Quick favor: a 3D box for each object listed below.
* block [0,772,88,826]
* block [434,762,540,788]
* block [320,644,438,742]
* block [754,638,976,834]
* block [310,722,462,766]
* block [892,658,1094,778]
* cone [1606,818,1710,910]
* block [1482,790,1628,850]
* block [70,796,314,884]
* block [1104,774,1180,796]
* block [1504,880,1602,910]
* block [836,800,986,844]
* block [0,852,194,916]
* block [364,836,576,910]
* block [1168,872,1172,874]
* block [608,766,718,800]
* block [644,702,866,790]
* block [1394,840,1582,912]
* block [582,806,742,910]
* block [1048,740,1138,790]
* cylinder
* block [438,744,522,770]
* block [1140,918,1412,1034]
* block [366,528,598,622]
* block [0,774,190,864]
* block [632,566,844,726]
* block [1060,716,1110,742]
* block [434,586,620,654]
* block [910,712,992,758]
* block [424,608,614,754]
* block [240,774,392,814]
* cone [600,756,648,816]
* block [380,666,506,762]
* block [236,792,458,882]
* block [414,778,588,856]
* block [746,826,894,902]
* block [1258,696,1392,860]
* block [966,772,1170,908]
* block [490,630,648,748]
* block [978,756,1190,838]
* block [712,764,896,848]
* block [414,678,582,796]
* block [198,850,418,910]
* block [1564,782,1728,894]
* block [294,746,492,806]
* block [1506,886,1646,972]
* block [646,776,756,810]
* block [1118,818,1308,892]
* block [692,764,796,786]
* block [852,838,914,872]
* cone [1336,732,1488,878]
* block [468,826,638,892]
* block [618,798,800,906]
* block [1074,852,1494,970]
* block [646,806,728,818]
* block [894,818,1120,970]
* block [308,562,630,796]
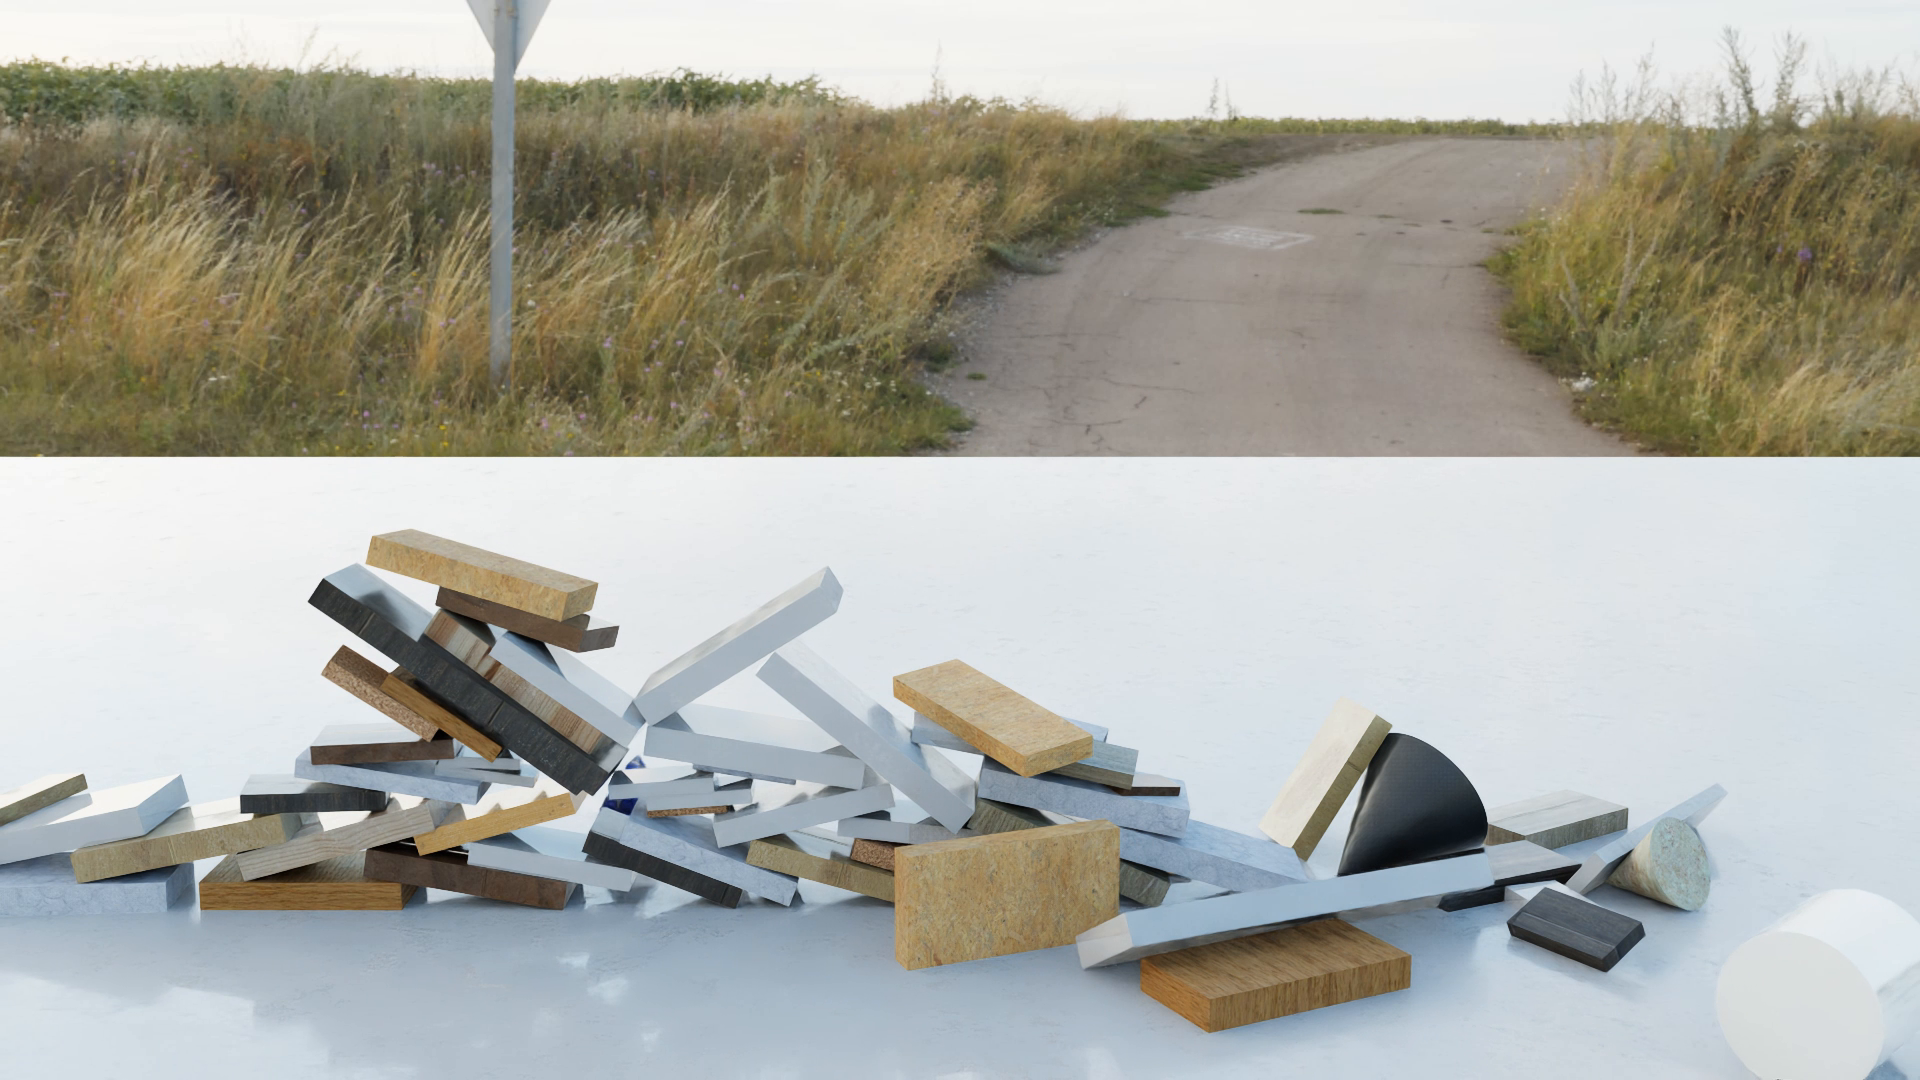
[{"bbox_3d":[-1.603,0.448,3.742,0.102,0.029,0.203,-6,13,34],"label":"block"},{"bbox_3d":[-0.781,0.381,3.637,0.162,0.018,0.065,8,11,-4],"label":"block"},{"bbox_3d":[-0.934,0.248,3.580,0.203,0.029,0.102,34,8,-10],"label":"block"},{"bbox_3d":[-0.151,0.312,3.615,0.415,0.050,0.178,39,8,-6],"label":"block"},{"bbox_3d":[-0.937,0.332,3.612,0.229,0.032,0.114,-2,12,-3],"label":"block"},{"bbox_3d":[0.049,0.291,3.652,0.132,0.037,0.399,-14,23,-30],"label":"block"},{"bbox_3d":[1.136,0.555,3.666,0.155,0.155,0.155,-9,-13,-41],"label":"cone"},{"bbox_3d":[1.062,0.511,3.984,0.282,0.040,0.141,-7,13,-35],"label":"block"},{"bbox_3d":[-1.268,0.485,3.648,0.348,0.049,0.174,-11,10,1],"label":"block"},{"bbox_3d":[0.299,0.404,3.626,0.118,0.017,0.059,4,13,-33],"label":"block"},{"bbox_3d":[0.973,0.598,3.553,0.095,0.027,0.191,-3,11,-18],"label":"block"},{"bbox_3d":[-0.077,0.469,3.657,0.244,0.035,0.122,6,11,0],"label":"block"},{"bbox_3d":[-1.473,0.568,3.651,0.348,0.049,0.174,-1,11,-5],"label":"block"},{"bbox_3d":[-0.806,0.539,3.662,0.329,0.047,0.165,10,10,-1],"label":"block"},{"bbox_3d":[0.359,0.553,3.821,0.059,0.017,0.118,-2,11,-8],"label":"block"},{"bbox_3d":[-0.487,0.397,3.616,0.171,0.024,0.086,-4,10,-1],"label":"block"},{"bbox_3d":[-0.332,0.336,3.637,0.356,0.050,0.178,9,10,-2],"label":"block"},{"bbox_3d":[0.889,0.564,3.701,0.282,0.040,0.141,-5,12,-26],"label":"block"},{"bbox_3d":[-0.485,0.526,3.649,0.267,0.038,0.134,21,10,-4],"label":"block"},{"bbox_3d":[0.194,0.356,3.608,0.191,0.027,0.095,12,21,5],"label":"block"},{"bbox_3d":[1.173,0.607,2.969,0.222,0.222,0.222,9,14,41],"label":"cylinder"},{"bbox_3d":[-0.789,0.357,3.625,0.131,0.018,0.065,3,12,-6],"label":"block"},{"bbox_3d":[0.468,0.641,3.256,0.359,0.051,0.180,-6,12,-27],"label":"block"},{"bbox_3d":[-0.781,0.055,3.608,0.337,0.048,0.168,16,6,6],"label":"block"},{"bbox_3d":[-1.495,0.475,3.680,0.348,0.049,0.174,-12,11,7],"label":"block"},{"bbox_3d":[-0.359,0.171,3.600,0.356,0.050,0.178,-32,8,6],"label":"block"},{"bbox_3d":[0.153,0.320,3.741,0.191,0.027,0.095,14,11,8],"label":"block"},{"bbox_3d":[-0.704,0.123,3.584,0.265,0.037,0.132,17,6,16],"label":"block"},{"bbox_3d":[0.014,0.330,3.682,0.191,0.027,0.095,11,10,-3],"label":"block"},{"bbox_3d":[-0.705,0.221,3.616,0.337,0.048,0.168,36,8,4],"label":"block"},{"bbox_3d":[-1.058,0.416,3.621,0.229,0.032,0.114,0,11,-9],"label":"block"},{"bbox_3d":[-0.551,0.498,3.970,0.160,0.160,0.160,29,15,6],"label":"cone"},{"bbox_3d":[-0.835,0.279,3.595,0.216,0.031,0.108,34,8,-4],"label":"block"},{"bbox_3d":[-1.014,0.476,3.653,0.329,0.047,0.165,-15,10,4],"label":"block"},{"bbox_3d":[-0.757,0.450,3.640,0.267,0.038,0.134,-15,10,3],"label":"block"},{"bbox_3d":[-0.201,0.532,3.657,0.295,0.042,0.148,15,10,-2],"label":"block"},{"bbox_3d":[0.644,0.419,3.888,0.040,0.282,0.141,32,1,-18],"label":"block"},{"bbox_3d":[0.178,0.498,3.659,0.343,0.049,0.171,24,10,-4],"label":"block"},{"bbox_3d":[-0.627,0.233,3.563,0.265,0.037,0.132,35,8,-2],"label":"block"},{"bbox_3d":[0.205,0.413,3.657,0.343,0.049,0.171,11,10,0],"label":"block"},{"bbox_3d":[-0.257,0.434,3.640,0.295,0.042,0.148,-13,10,-1],"label":"block"},{"bbox_3d":[-0.741,0.304,3.612,0.321,0.031,0.108,35,8,-1],"label":"block"},{"bbox_3d":[-1.076,0.567,3.667,0.329,0.047,0.165,0,11,0],"label":"block"},{"bbox_3d":[1.191,0.518,3.804,0.512,0.095,0.027,-12,52,-48],"label":"block"},{"bbox_3d":[-0.933,0.383,3.634,0.299,0.032,0.114,9,11,-1],"label":"block"},{"bbox_3d":[0.955,0.604,3.415,0.095,0.027,0.191,-35,26,-24],"label":"block"},{"bbox_3d":[-0.426,0.416,3.624,0.171,0.024,0.085,-4,10,-1],"label":"block"},{"bbox_3d":[0.398,0.517,3.666,0.343,0.049,0.171,16,10,-2],"label":"block"},{"bbox_3d":[-0.353,0.370,3.644,0.171,0.024,0.086,9,10,-2],"label":"block"},{"bbox_3d":[-0.057,0.530,3.663,0.244,0.035,0.122,17,10,-3],"label":"block"},{"bbox_3d":[0.726,0.510,3.785,0.256,0.256,0.256,-37,29,-27],"label":"cone"},{"bbox_3d":[-0.668,0.521,3.653,0.267,0.038,0.134,10,10,-1],"label":"block"},{"bbox_3d":[-0.409,0.513,3.649,0.295,0.042,0.148,21,10,-4],"label":"block"},{"bbox_3d":[0.507,0.572,3.398,0.647,0.051,0.180,-5,-19,-24],"label":"block"},{"bbox_3d":[-0.448,0.436,3.639,0.131,0.018,0.065,-4,10,1],"label":"block"},{"bbox_3d":[0.075,0.547,3.408,0.359,0.180,0.051,-5,11,-23],"label":"block"},{"bbox_3d":[-0.794,0.224,3.583,0.548,0.048,0.168,35,8,-2],"label":"block"}]
